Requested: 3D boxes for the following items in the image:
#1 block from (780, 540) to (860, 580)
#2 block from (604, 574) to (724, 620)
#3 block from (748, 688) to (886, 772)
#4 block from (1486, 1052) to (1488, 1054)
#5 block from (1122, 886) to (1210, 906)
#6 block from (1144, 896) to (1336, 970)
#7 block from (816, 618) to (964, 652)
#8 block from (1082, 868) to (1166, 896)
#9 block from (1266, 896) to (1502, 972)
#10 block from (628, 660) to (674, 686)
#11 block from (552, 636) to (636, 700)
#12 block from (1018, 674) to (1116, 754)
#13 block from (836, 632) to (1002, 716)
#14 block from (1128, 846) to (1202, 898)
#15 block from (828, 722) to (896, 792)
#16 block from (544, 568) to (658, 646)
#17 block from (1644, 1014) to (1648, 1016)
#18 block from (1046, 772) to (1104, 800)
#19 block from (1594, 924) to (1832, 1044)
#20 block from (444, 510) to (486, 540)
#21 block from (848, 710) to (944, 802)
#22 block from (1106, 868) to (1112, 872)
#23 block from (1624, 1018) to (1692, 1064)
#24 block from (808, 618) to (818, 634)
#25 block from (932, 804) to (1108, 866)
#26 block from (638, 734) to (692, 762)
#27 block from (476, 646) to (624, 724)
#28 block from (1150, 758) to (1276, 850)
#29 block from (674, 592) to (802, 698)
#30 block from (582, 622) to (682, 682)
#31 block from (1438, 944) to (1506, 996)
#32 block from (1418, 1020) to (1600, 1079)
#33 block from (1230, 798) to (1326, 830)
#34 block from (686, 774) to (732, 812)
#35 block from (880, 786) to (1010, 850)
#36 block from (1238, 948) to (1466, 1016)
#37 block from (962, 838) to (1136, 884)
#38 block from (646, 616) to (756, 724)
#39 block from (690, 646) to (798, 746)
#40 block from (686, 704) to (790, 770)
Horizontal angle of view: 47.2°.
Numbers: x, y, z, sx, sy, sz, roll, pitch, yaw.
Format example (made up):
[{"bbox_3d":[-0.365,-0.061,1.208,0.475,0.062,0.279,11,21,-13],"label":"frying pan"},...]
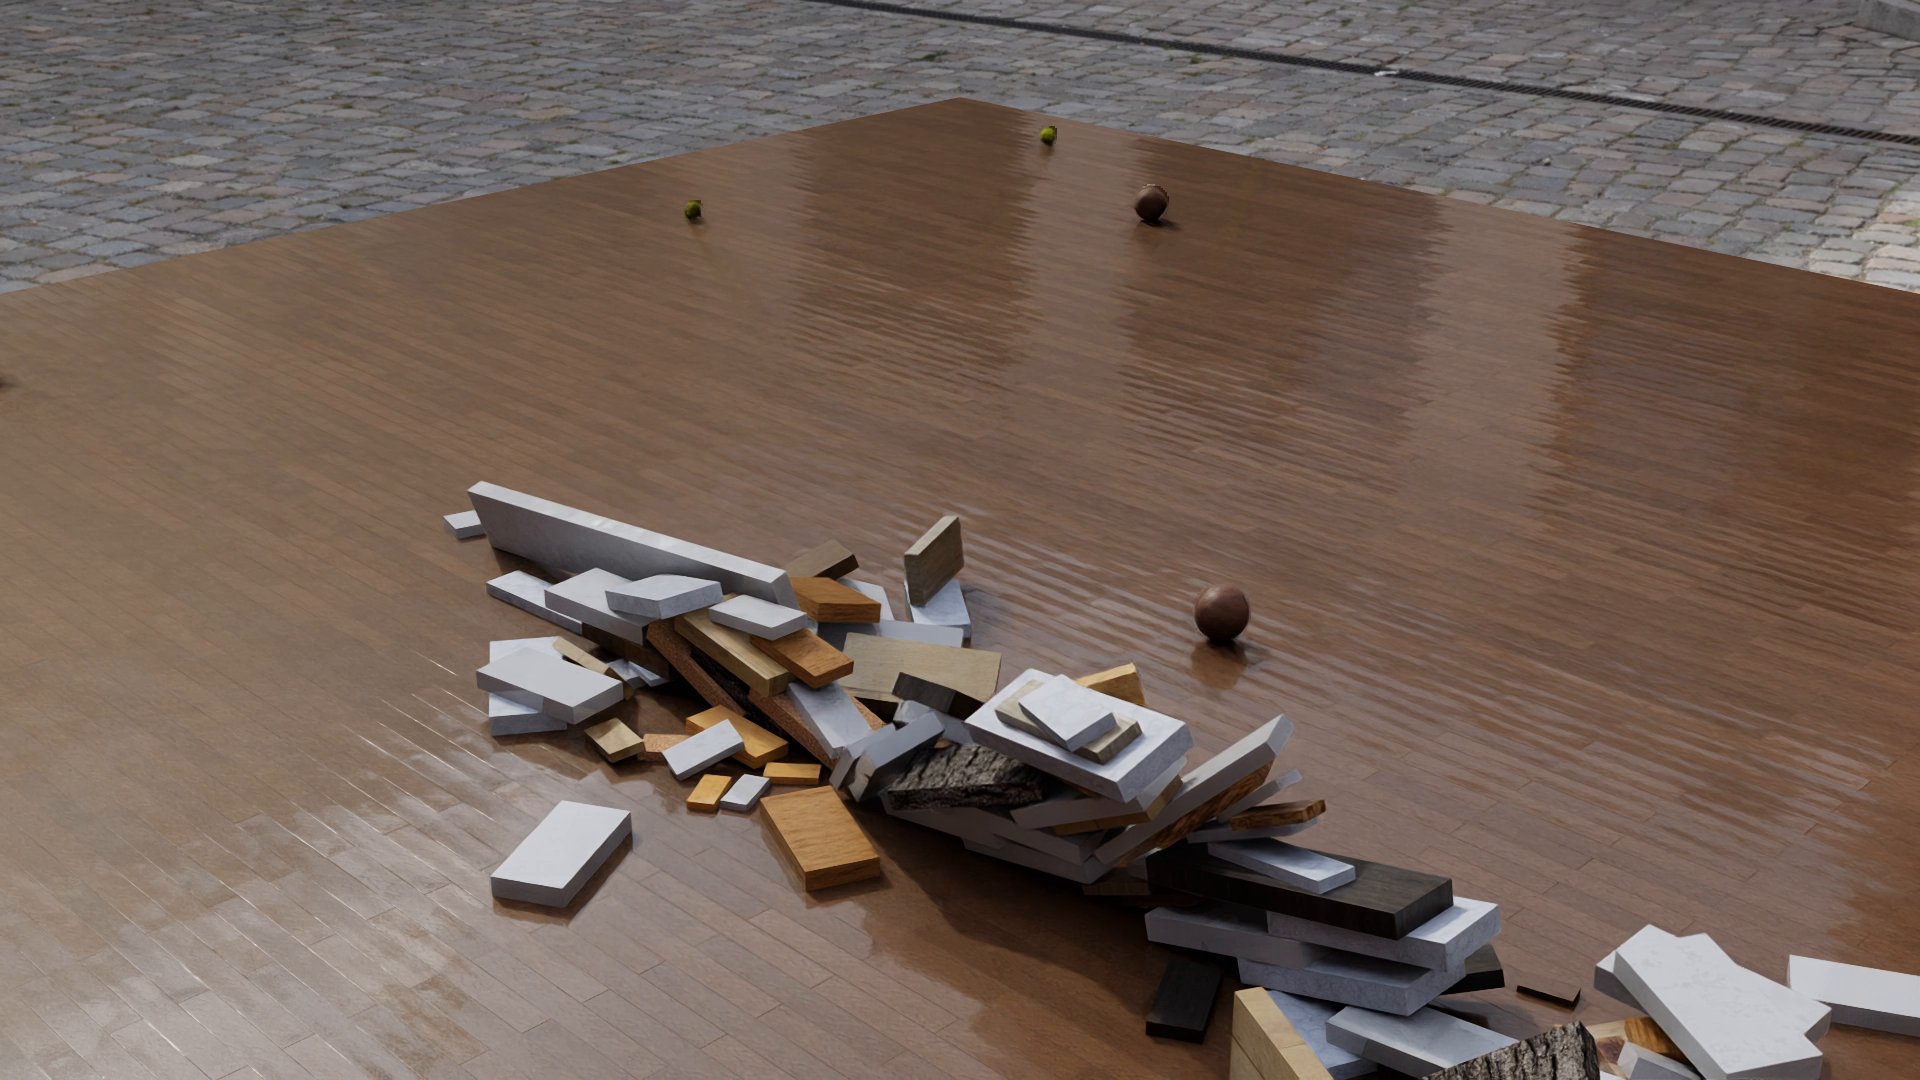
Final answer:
[{"bbox_3d":[-0.386,0.093,5.263,0.264,0.037,0.132,-29,27,-16],"label":"block"},{"bbox_3d":[-0.667,0.125,4.941,0.152,0.043,0.304,-17,12,-29],"label":"block"},{"bbox_3d":[-0.284,0.383,4.688,0.162,0.046,0.323,-22,47,-41],"label":"block"},{"bbox_3d":[0.883,0.838,3.488,0.099,0.014,0.049,3,20,21],"label":"block"},{"bbox_3d":[0.391,0.651,4.068,0.086,0.024,0.173,-19,6,-42],"label":"block"},{"bbox_3d":[0.523,0.688,3.948,0.175,0.050,0.351,-19,14,-42],"label":"block"},{"bbox_3d":[-0.165,0.262,4.944,0.327,0.046,0.163,7,58,5],"label":"block"},{"bbox_3d":[0.320,0.640,4.130,0.086,0.024,0.173,-19,6,-42],"label":"block"},{"bbox_3d":[0.719,0.646,3.747,0.351,0.050,0.175,4,17,43],"label":"block"},{"bbox_3d":[-0.697,0.295,4.970,0.058,0.017,0.117,-14,27,-30],"label":"block"},{"bbox_3d":[-0.826,0.289,4.953,0.207,0.103,0.029,24,71,44],"label":"block"},{"bbox_3d":[0.188,0.305,3.893,0.098,0.028,0.195,-31,27,-13],"label":"block"},{"bbox_3d":[-0.093,0.308,4.843,0.346,0.049,0.173,8,50,5],"label":"block"},{"bbox_3d":[0.402,0.609,4.042,0.173,0.024,0.086,10,22,44],"label":"block"},{"bbox_3d":[-0.194,0.439,4.439,0.108,0.216,0.031,-27,75,-22],"label":"block"},{"bbox_3d":[-0.793,0.152,5.108,0.328,0.046,0.164,17,29,35],"label":"block"},{"bbox_3d":[1.293,0.854,3.700,0.266,0.038,0.133,5,24,12],"label":"block"},{"bbox_3d":[0.219,0.386,3.961,0.118,0.034,0.237,-35,28,-20],"label":"block"},{"bbox_3d":[1.245,0.760,3.647,0.167,0.047,0.334,-23,33,-38],"label":"block"},{"bbox_3d":[-1.258,-0.053,5.848,0.202,0.029,0.101,-13,26,-28],"label":"block"},{"bbox_3d":[-0.131,0.434,4.375,0.157,0.044,0.313,-28,-12,-17],"label":"block"},{"bbox_3d":[0.236,0.628,4.225,0.053,0.015,0.106,-20,14,-39],"label":"block"},{"bbox_3d":[1.184,0.822,3.608,0.166,0.023,0.083,0,29,3],"label":"block"},{"bbox_3d":[-0.398,0.203,5.219,0.172,0.049,0.344,-3,23,-7],"label":"block"},{"bbox_3d":[0.131,0.501,4.194,0.338,0.048,0.169,16,39,32],"label":"block"},{"bbox_3d":[-0.602,0.444,4.686,0.156,0.022,0.078,2,23,4],"label":"block"},{"bbox_3d":[-0.903,0.318,4.838,0.301,0.043,0.150,16,28,33],"label":"block"},{"bbox_3d":[0.457,0.465,3.967,0.236,0.033,0.118,-38,3,27],"label":"block"},{"bbox_3d":[-0.459,0.226,4.794,0.162,0.046,0.323,-20,38,-39],"label":"block"},{"bbox_3d":[-0.705,0.226,5.053,0.164,0.046,0.328,-21,31,-40],"label":"block"},{"bbox_3d":[0.819,0.754,3.822,0.230,0.033,0.115,-9,10,6],"label":"block"},{"bbox_3d":[0.806,0.871,3.346,0.347,0.049,0.174,-29,30,26],"label":"block"},{"bbox_3d":[0.555,0.480,3.842,0.152,0.022,0.076,-14,2,41],"label":"block"},{"bbox_3d":[-0.515,0.519,4.517,0.058,0.016,0.116,5,24,12],"label":"block"},{"bbox_3d":[0.015,0.513,4.359,0.169,0.048,0.338,-32,26,-34],"label":"block"},{"bbox_3d":[0.675,0.739,3.812,0.175,0.050,0.351,-19,14,-42],"label":"block"},{"bbox_3d":[0.177,0.566,4.247,0.338,0.048,0.169,8,32,46],"label":"block"},{"bbox_3d":[-0.531,0.277,4.891,0.164,0.046,0.328,-22,54,-41],"label":"block"},{"bbox_3d":[-0.425,0.312,4.816,0.162,0.046,0.323,-22,53,-42],"label":"block"},{"bbox_3d":[-0.476,0.419,4.695,0.207,0.029,0.103,24,28,32],"label":"block"}]
